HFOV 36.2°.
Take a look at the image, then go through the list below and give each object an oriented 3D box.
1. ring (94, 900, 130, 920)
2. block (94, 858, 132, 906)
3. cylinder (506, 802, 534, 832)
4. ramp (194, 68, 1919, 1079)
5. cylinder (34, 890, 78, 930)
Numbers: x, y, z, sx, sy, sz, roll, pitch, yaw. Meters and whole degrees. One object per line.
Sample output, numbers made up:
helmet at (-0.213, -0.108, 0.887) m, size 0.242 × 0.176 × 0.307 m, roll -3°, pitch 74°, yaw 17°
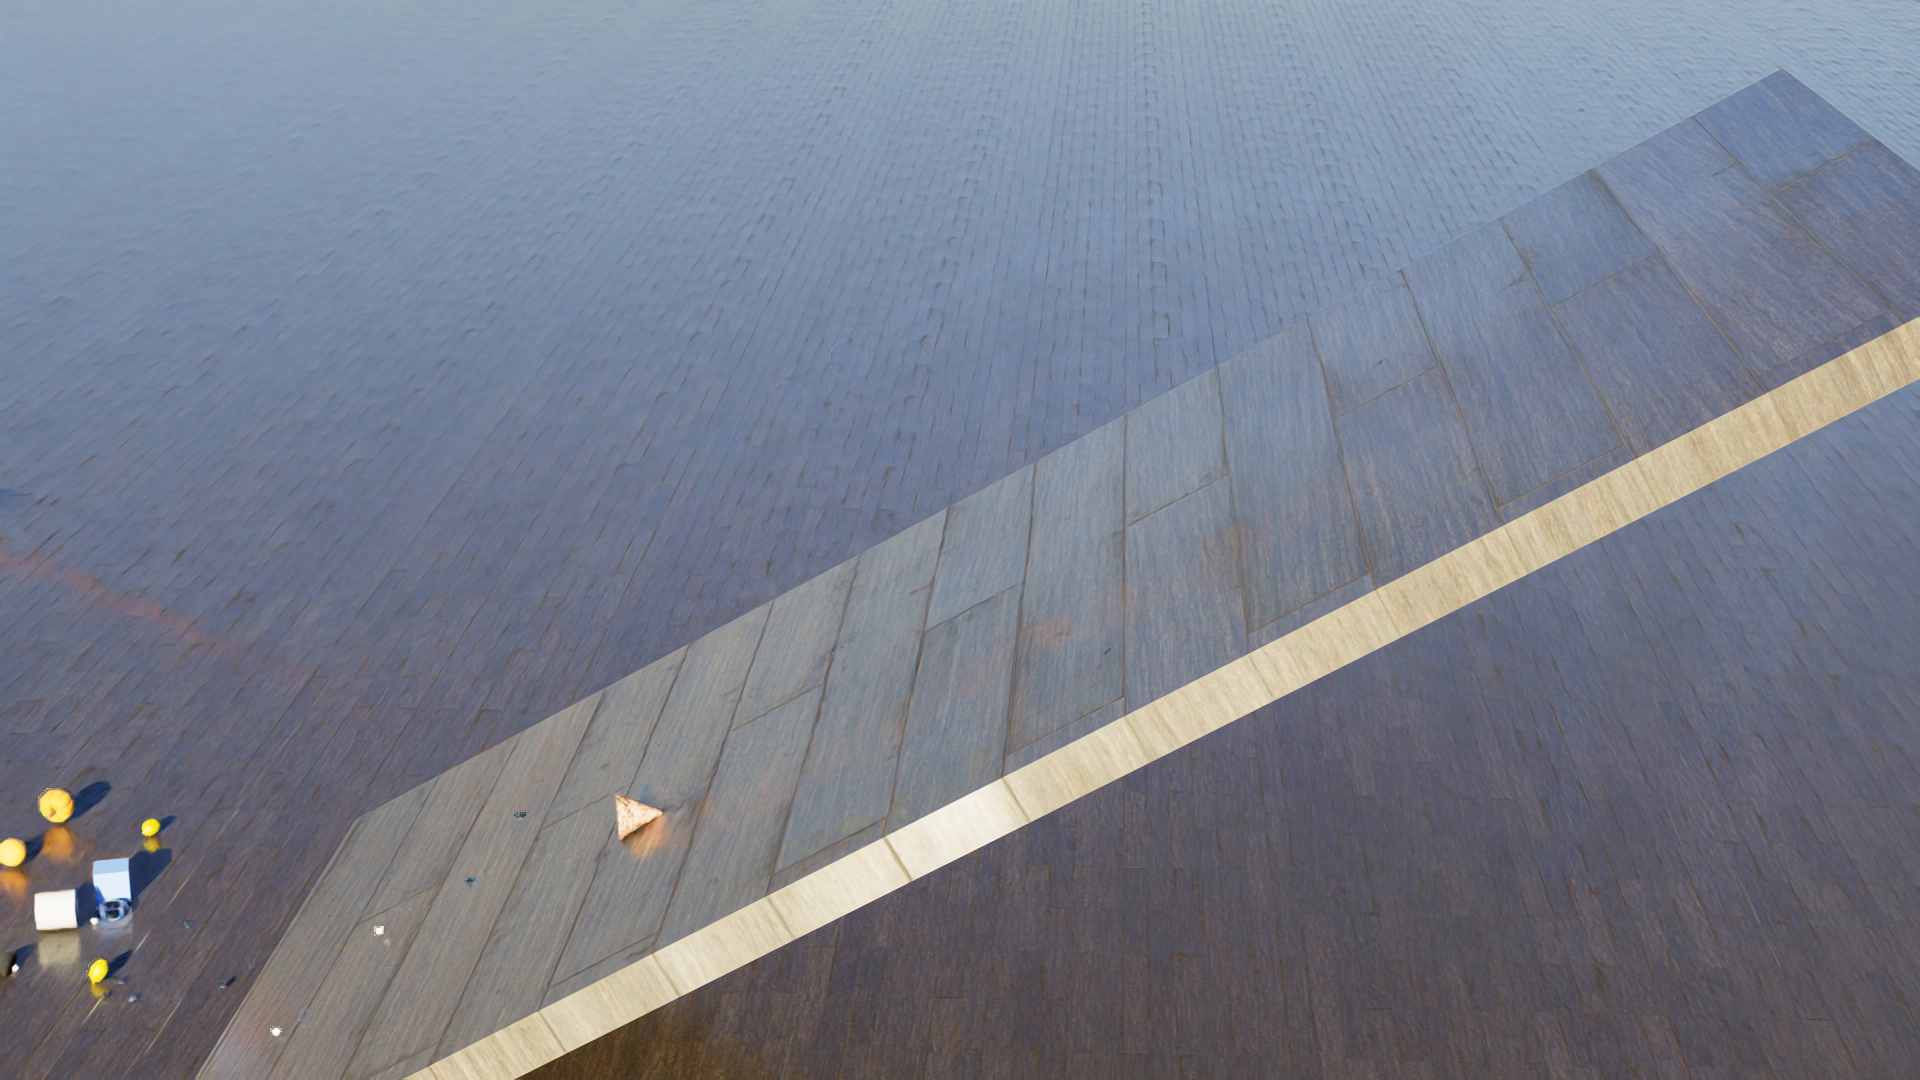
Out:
ring at (-2.095, 0.915, 7.267) m, size 0.084 × 0.028 × 0.084 m, roll 1°, pitch 19°, yaw 0°
block at (-2.121, 0.855, 7.359) m, size 0.084 × 0.084 × 0.084 m, roll -5°, pitch 19°, yaw -14°
cylinder at (-1.013, 0.642, 6.757) m, size 0.060 × 0.060 × 0.060 m, roll 7°, pitch 14°, yaw -2°
ramp at (0.142, 0.167, 6.283) m, size 4.000 × 0.100 × 2.000 m, roll -28°, pitch 15°, yaw 11°
cylinder at (-2.209, 0.905, 7.193) m, size 0.092 × 0.092 × 0.092 m, roll -4°, pitch 19°, yaw -12°
